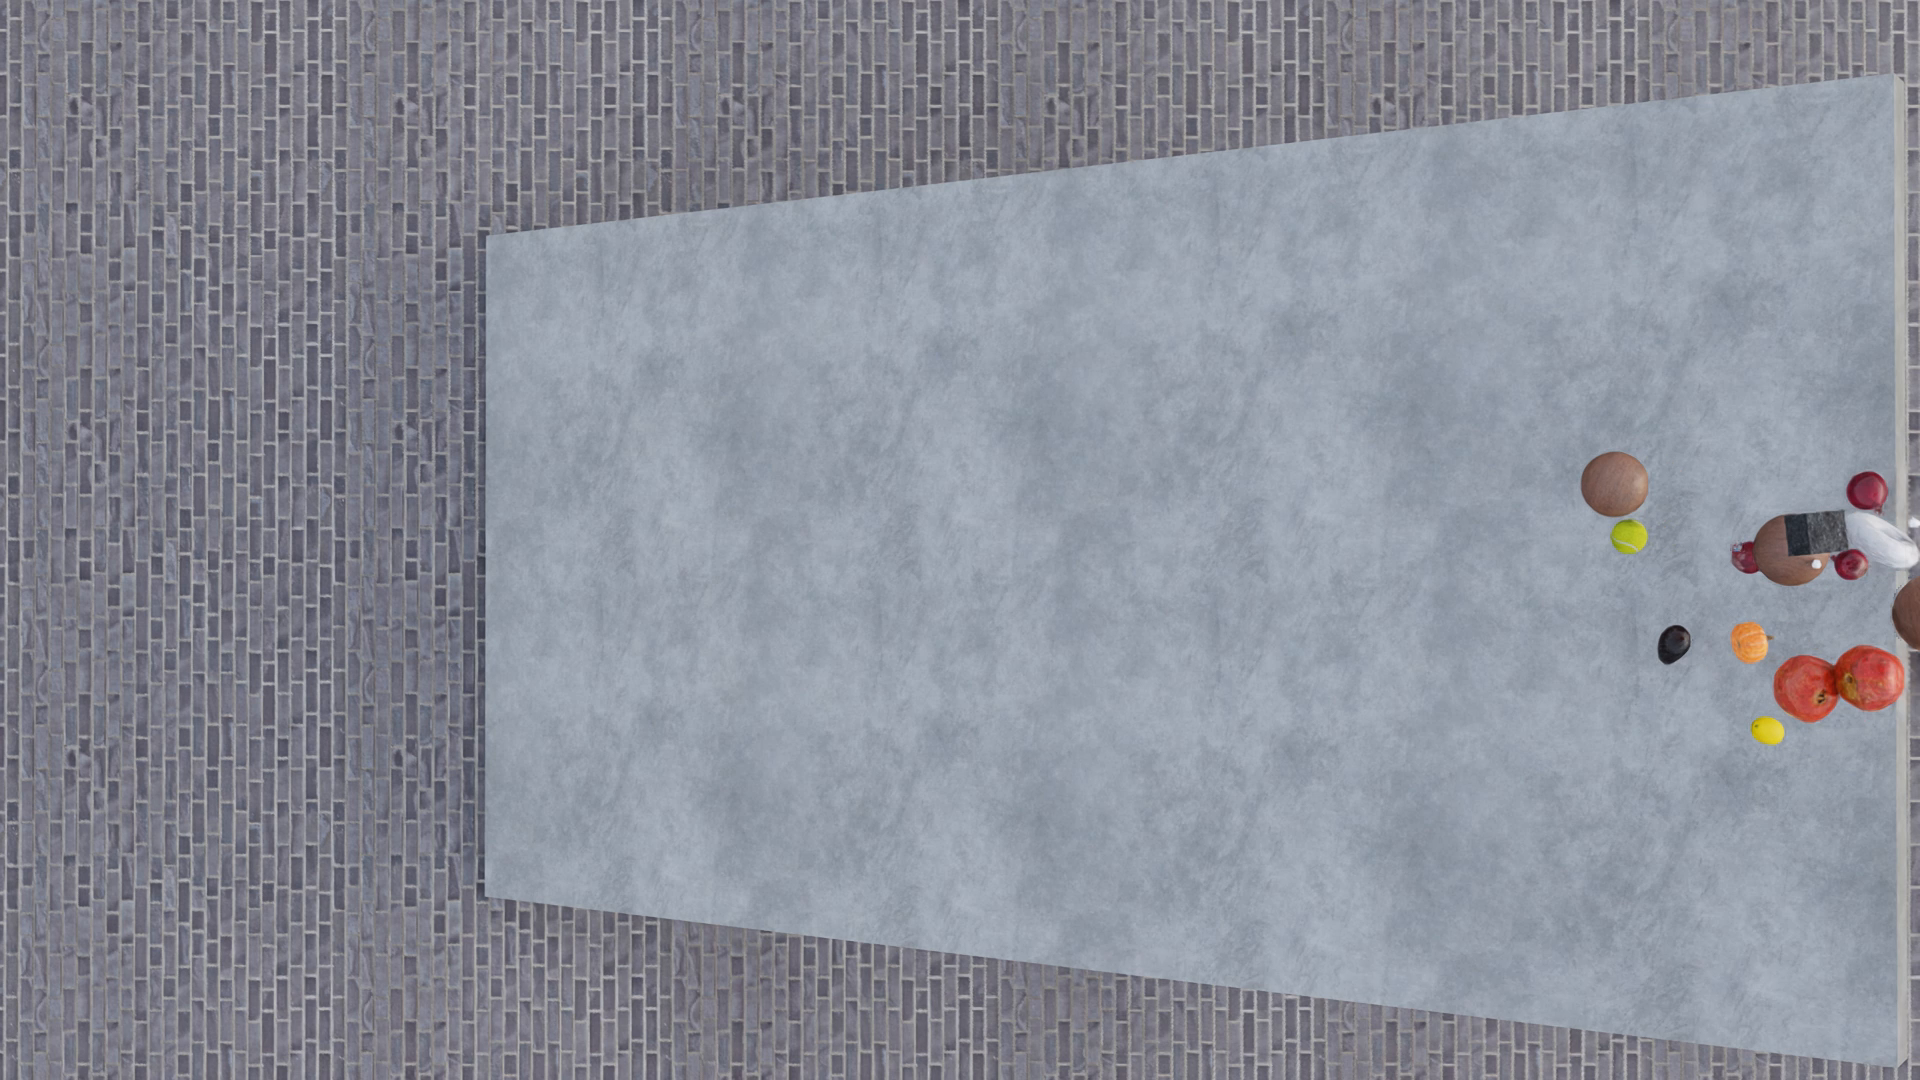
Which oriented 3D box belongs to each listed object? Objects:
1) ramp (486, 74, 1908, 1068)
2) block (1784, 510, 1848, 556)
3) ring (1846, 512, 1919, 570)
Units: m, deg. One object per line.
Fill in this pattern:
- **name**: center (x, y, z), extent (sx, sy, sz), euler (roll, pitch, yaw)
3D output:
- **ramp**: center (0.251, 0.069, 5.581), extent (4.000, 0.100, 2.000), euler (0, 89, 34)
- **block**: center (1.415, -0.011, 3.634), extent (0.068, 0.068, 0.068), euler (-5, 87, -9)
- **ring**: center (1.674, 0.001, 3.998), extent (0.145, 0.145, 0.048), euler (27, 114, 0)
